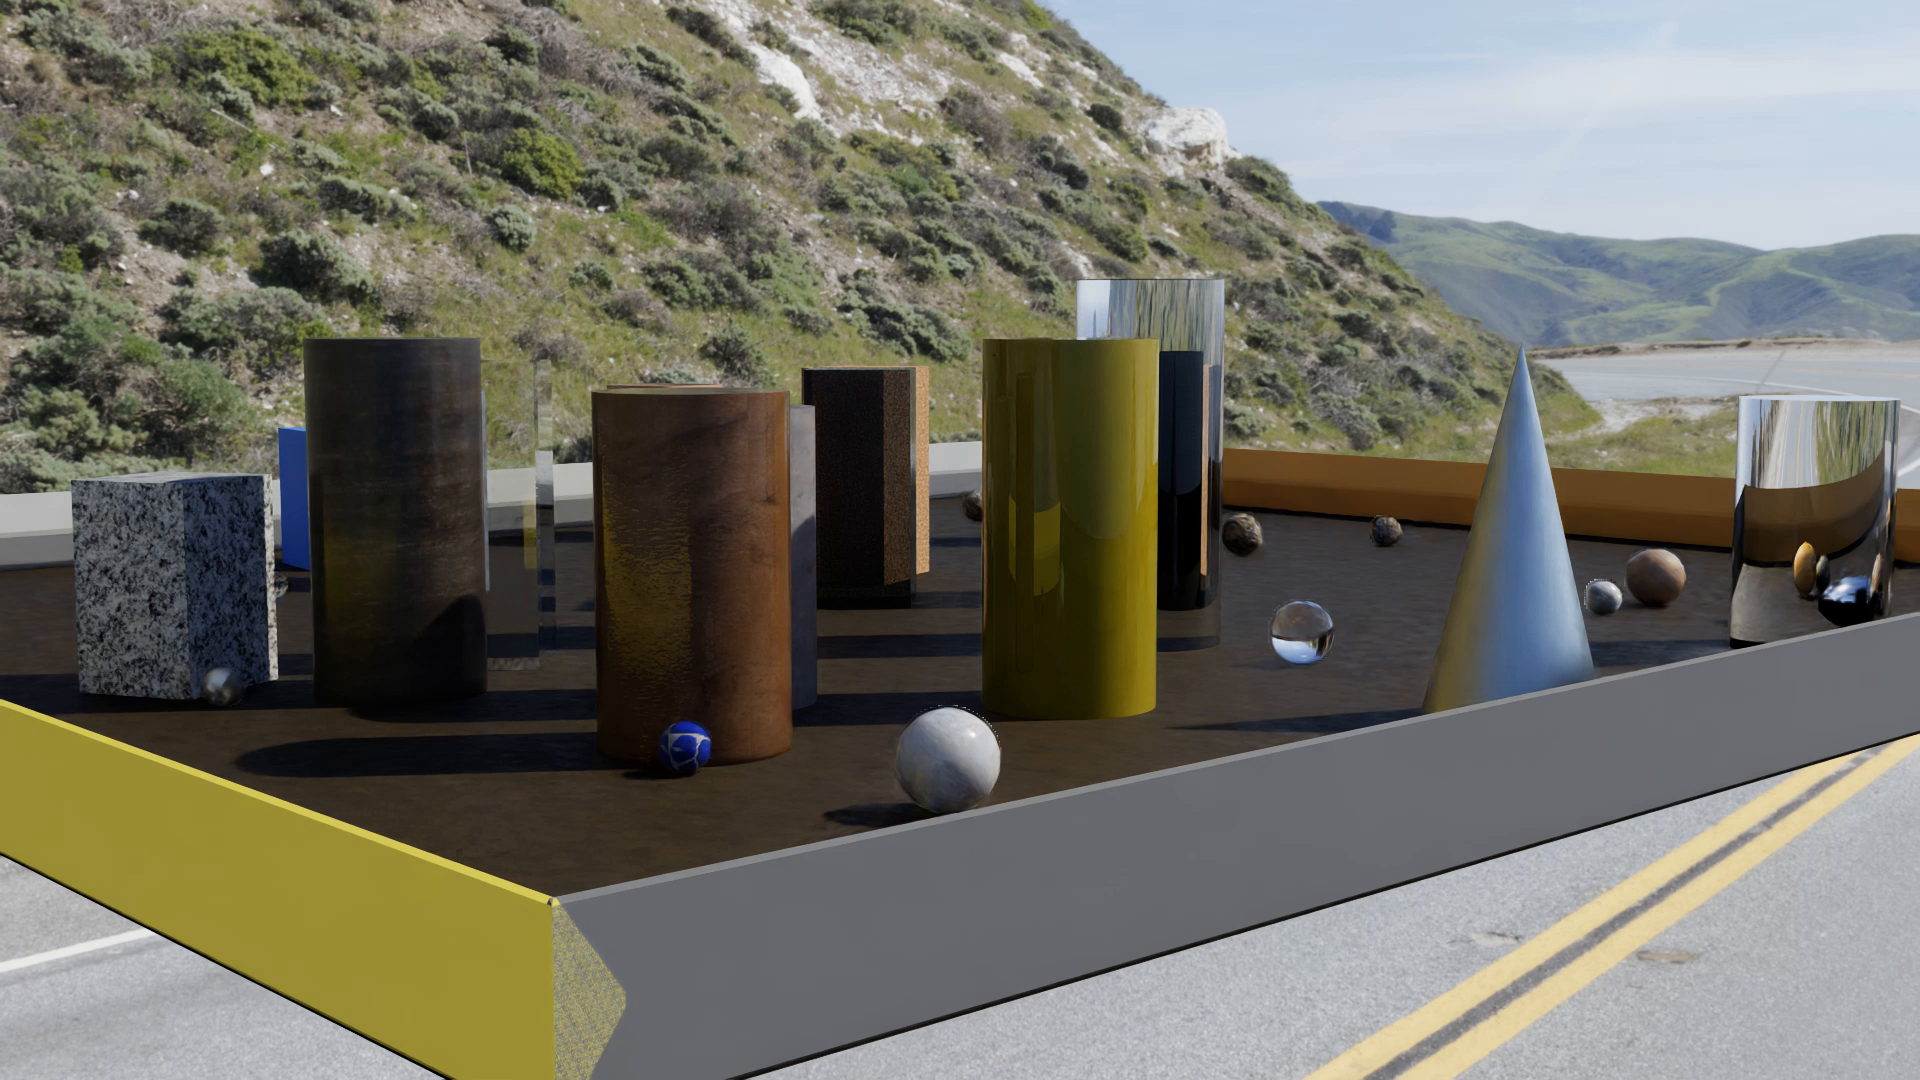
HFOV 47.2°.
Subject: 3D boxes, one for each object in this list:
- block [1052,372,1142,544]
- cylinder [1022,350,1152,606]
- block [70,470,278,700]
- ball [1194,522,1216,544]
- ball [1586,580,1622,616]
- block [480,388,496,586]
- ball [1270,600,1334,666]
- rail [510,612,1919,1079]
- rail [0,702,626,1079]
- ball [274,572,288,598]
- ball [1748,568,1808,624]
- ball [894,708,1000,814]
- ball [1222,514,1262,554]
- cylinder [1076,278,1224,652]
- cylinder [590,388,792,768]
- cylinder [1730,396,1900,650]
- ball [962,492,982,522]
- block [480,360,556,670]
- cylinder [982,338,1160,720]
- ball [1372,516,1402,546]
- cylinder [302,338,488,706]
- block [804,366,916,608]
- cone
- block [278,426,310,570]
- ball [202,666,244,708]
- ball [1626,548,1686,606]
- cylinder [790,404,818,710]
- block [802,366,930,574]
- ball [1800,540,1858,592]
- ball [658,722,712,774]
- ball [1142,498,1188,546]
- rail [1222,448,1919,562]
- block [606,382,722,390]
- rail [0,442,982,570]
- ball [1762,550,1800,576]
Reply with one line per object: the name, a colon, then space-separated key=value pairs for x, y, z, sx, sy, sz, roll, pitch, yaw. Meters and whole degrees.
block: x=0.265 y=-0.162 z=4.263 sx=0.159 sy=0.326 sz=0.159 roll=0 pitch=6 yaw=-1
cylinder: x=0.197 y=-0.101 z=3.406 sx=0.198 sy=0.382 sz=0.198 roll=0 pitch=6 yaw=0
block: x=-0.929 y=0.050 z=2.608 sx=0.159 sy=0.249 sz=0.159 roll=2 pitch=6 yaw=20
ball: x=0.469 y=-0.013 z=4.197 sx=0.043 sy=0.043 sz=0.043 roll=0 pitch=6 yaw=0
ball: x=0.944 y=0.085 z=3.223 sx=0.051 sy=0.051 sz=0.051 roll=0 pitch=6 yaw=0
block: x=-0.857 y=-0.089 z=3.594 sx=0.159 sy=0.319 sz=0.159 roll=-2 pitch=6 yaw=-22
ball: x=0.431 y=0.117 z=2.771 sx=0.081 sy=0.081 sz=0.081 roll=0 pitch=6 yaw=0
rail: x=0.959 y=0.141 z=2.298 sx=3.250 sy=0.129 sz=0.045 roll=-5 pitch=8 yaw=-42
rail: x=-1.177 y=0.146 z=2.252 sx=0.045 sy=0.129 sz=2.877 roll=-5 pitch=8 yaw=-42
ball: x=-1.063 y=0.070 z=3.405 sx=0.043 sy=0.043 sz=0.043 roll=0 pitch=6 yaw=0
ball: x=1.167 y=0.080 z=3.137 sx=0.079 sy=0.079 sz=0.079 roll=0 pitch=6 yaw=0
ball: x=-0.011 y=0.196 z=1.950 sx=0.094 sy=0.094 sz=0.094 roll=0 pitch=6 yaw=0
ball: x=0.516 y=-0.010 z=4.022 sx=0.075 sy=0.075 sz=0.075 roll=0 pitch=6 yaw=0
cylinder: x=0.253 y=-0.105 z=2.950 sx=0.198 sy=0.485 sz=0.198 roll=0 pitch=6 yaw=0
cylinder: x=-0.270 y=0.031 z=2.228 sx=0.198 sy=0.364 sz=0.198 roll=0 pitch=6 yaw=0
cylinder: x=1.120 y=-0.021 z=2.884 sx=0.198 sy=0.331 sz=0.198 roll=0 pitch=6 yaw=0
ball: x=0.036 y=-0.071 z=4.665 sx=0.063 sy=0.063 sz=0.063 roll=0 pitch=6 yaw=0
block: x=-0.606 y=-0.036 z=2.789 sx=0.159 sy=0.381 sz=0.159 roll=0 pitch=6 yaw=-3
cylinder: x=0.124 y=-0.019 z=2.477 sx=0.198 sy=0.413 sz=0.198 roll=0 pitch=6 yaw=0
ball: x=0.810 y=-0.017 z=4.177 sx=0.056 sy=0.056 sz=0.056 roll=0 pitch=6 yaw=0
cylinder: x=-0.654 y=-0.027 z=2.556 sx=0.198 sy=0.413 sz=0.198 roll=0 pitch=6 yaw=0
block: x=-0.151 y=-0.084 z=3.372 sx=0.159 sy=0.357 sz=0.159 roll=0 pitch=6 yaw=2
cone: x=0.603 y=-0.008 z=2.380 sx=0.198 sy=0.412 sz=0.198 roll=0 pitch=6 yaw=0
block: x=-1.090 y=-0.077 z=3.865 sx=0.159 sy=0.239 sz=0.159 roll=-4 pitch=7 yaw=-35
ball: x=-0.831 y=0.166 z=2.476 sx=0.046 sy=0.046 sz=0.046 roll=0 pitch=6 yaw=0
ball: x=1.052 y=0.056 z=3.326 sx=0.087 sy=0.087 sz=0.087 roll=0 pitch=6 yaw=0
cylinder: x=-0.263 y=0.017 z=2.503 sx=0.198 sy=0.336 sz=0.198 roll=0 pitch=6 yaw=0
block: x=-0.159 y=-0.117 z=3.717 sx=0.159 sy=0.350 sz=0.159 roll=3 pitch=7 yaw=25
ball: x=1.375 y=0.041 z=3.482 sx=0.085 sy=0.085 sz=0.085 roll=0 pitch=6 yaw=0
ball: x=-0.265 y=0.200 z=2.119 sx=0.051 sy=0.051 sz=0.051 roll=0 pitch=6 yaw=0
ball: x=0.390 y=-0.034 z=4.190 sx=0.088 sy=0.088 sz=0.088 roll=0 pitch=6 yaw=0
rail: x=1.177 y=-0.079 z=4.412 sx=0.045 sy=0.129 sz=2.877 roll=-5 pitch=8 yaw=-42
block: x=-0.583 y=-0.157 z=4.351 sx=0.159 sy=0.299 sz=0.159 roll=4 pitch=7 yaw=33
rail: x=-0.959 y=-0.074 z=4.366 sx=3.250 sy=0.129 sz=0.045 roll=-5 pitch=8 yaw=-42
ball: x=1.324 y=0.046 z=3.546 sx=0.061 sy=0.061 sz=0.061 roll=0 pitch=6 yaw=0
